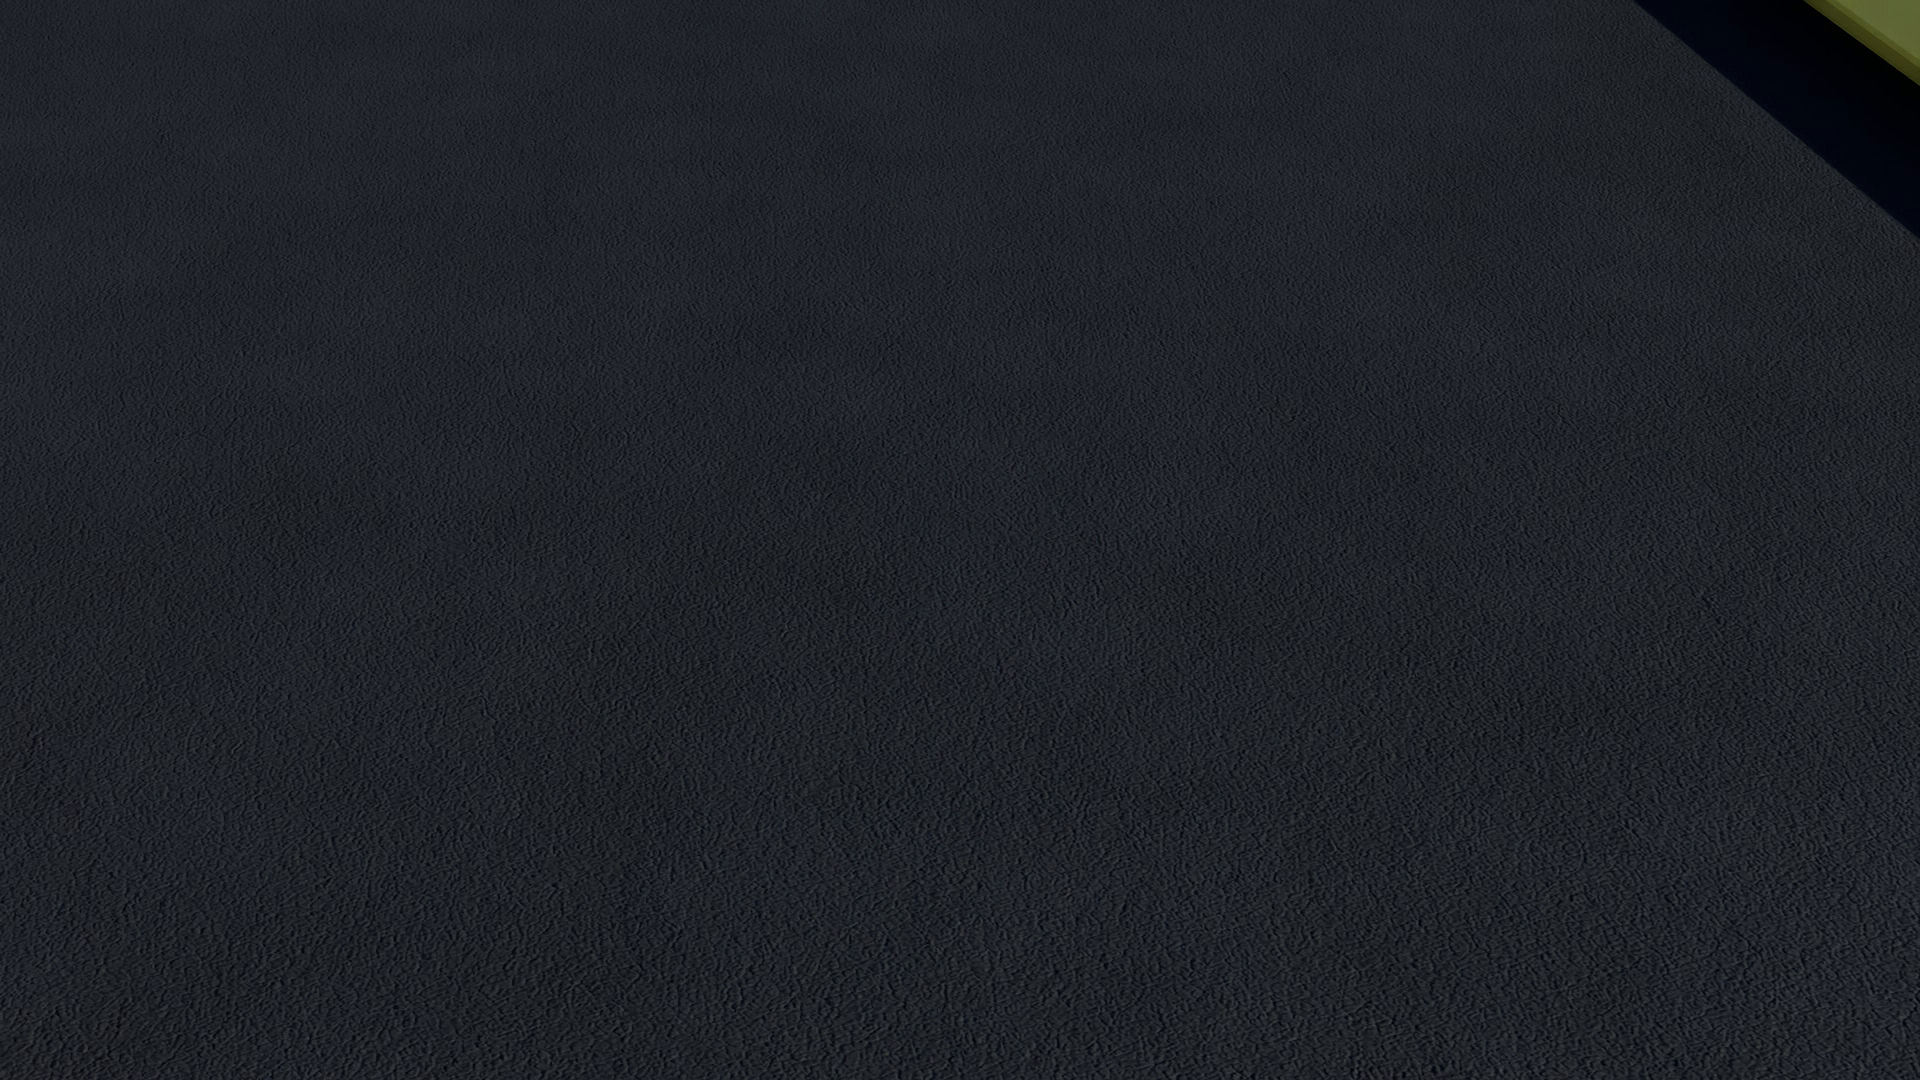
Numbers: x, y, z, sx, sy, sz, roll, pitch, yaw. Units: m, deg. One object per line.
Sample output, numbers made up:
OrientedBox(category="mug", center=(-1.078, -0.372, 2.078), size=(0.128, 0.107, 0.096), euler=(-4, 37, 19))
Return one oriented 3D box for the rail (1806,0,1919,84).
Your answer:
OrientedBox(category="rail", center=(0.837, -0.480, 2.688), size=(0.045, 0.094, 3.373), euler=(-4, 28, -8))
